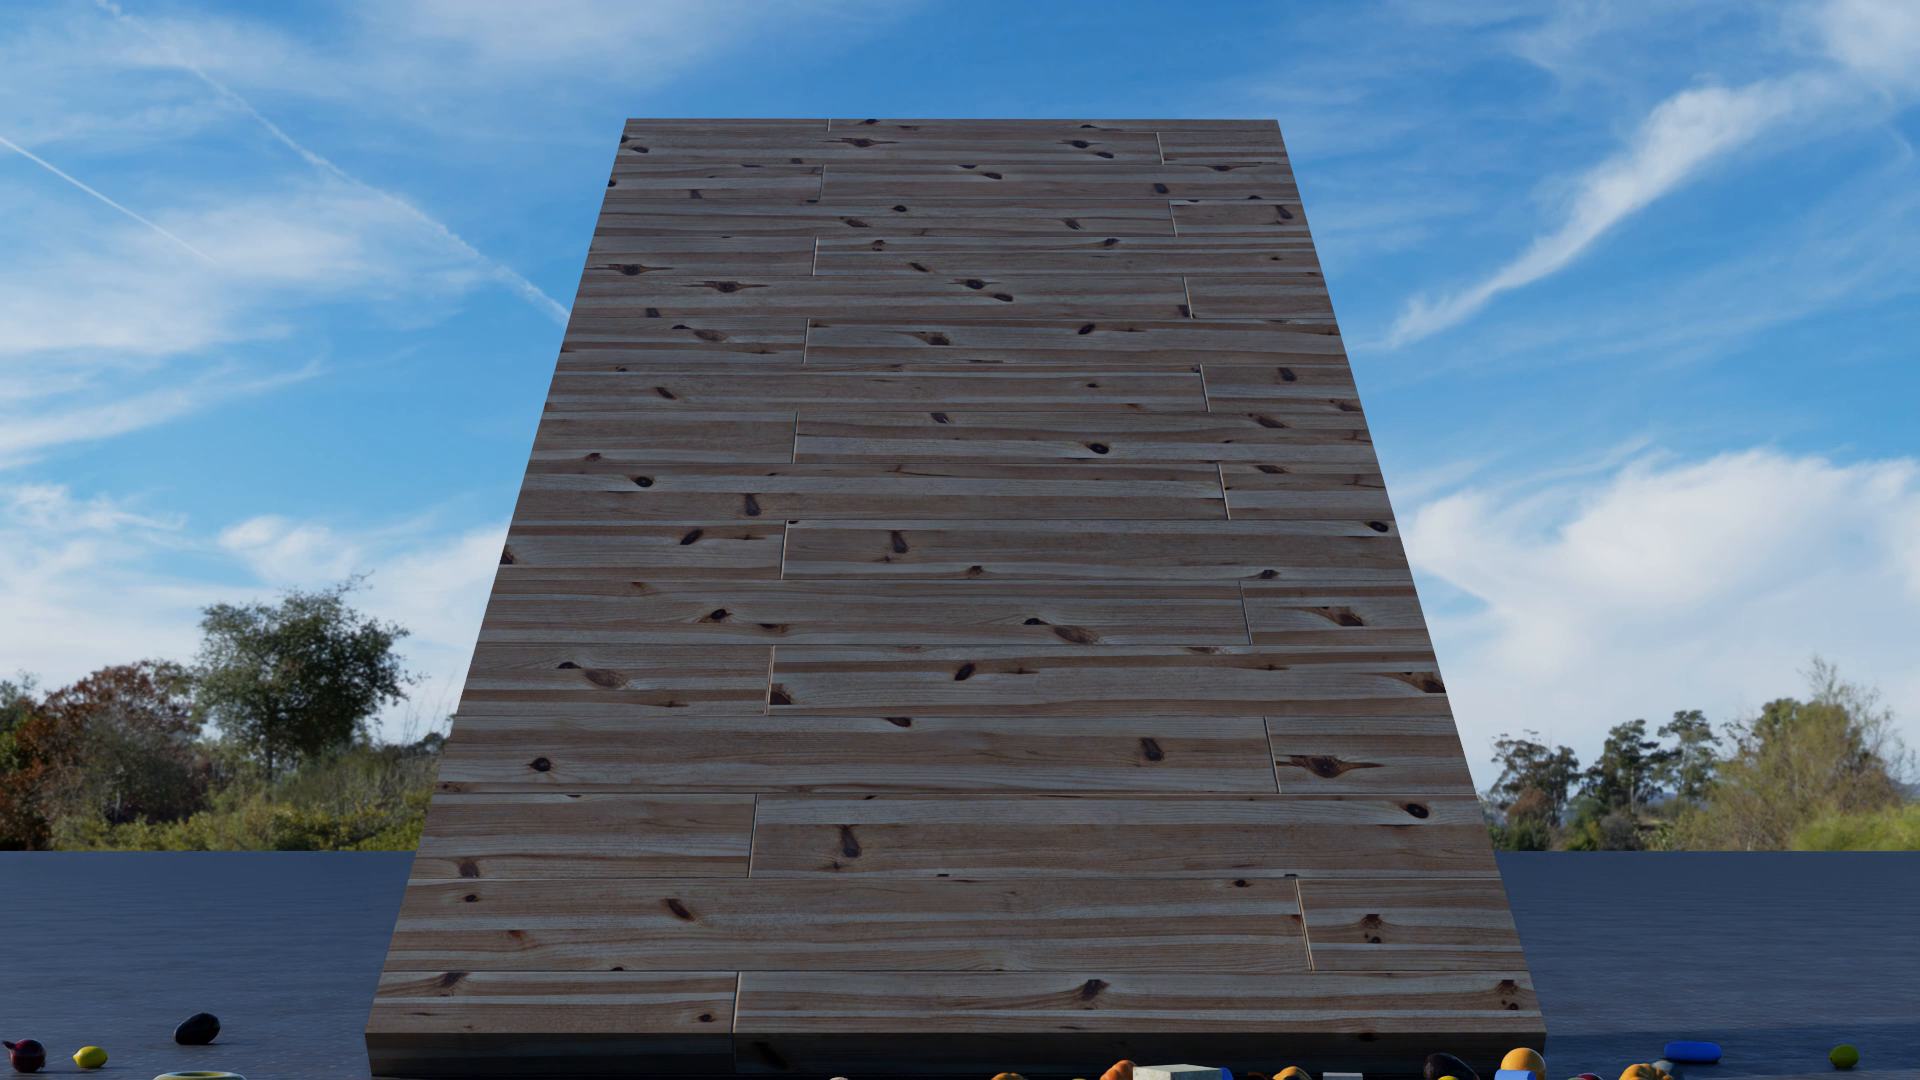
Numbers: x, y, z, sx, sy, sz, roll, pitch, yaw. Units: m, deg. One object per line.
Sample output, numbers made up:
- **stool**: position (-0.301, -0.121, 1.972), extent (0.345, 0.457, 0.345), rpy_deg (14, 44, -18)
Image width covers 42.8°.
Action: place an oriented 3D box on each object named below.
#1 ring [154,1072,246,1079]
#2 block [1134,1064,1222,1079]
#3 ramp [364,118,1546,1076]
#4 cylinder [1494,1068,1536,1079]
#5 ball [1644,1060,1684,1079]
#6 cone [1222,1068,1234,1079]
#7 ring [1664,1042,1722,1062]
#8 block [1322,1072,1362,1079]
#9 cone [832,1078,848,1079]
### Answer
- **ring**: position (-1.150, 0.832, 3.699), extent (0.148, 0.049, 0.148), rpy_deg (1, -8, 0)
- **block**: position (0.299, 0.771, 3.365), extent (0.088, 0.088, 0.088), rpy_deg (4, -8, -31)
- **ramp**: position (-0.015, -0.188, 5.860), extent (2.000, 0.100, 4.000), rpy_deg (0, 32, 0)
- **cylinder**: position (0.850, 0.837, 3.744), extent (0.051, 0.051, 0.051), rpy_deg (-16, -15, 34)
- **ball**: position (1.092, 0.838, 3.795), extent (0.061, 0.061, 0.061), rpy_deg (0, -7, 0)
- **cone**: position (0.390, 0.814, 3.508), extent (0.083, 0.083, 0.083), rpy_deg (7, 17, -46)
- **ring**: position (1.342, 0.937, 4.481), extent (0.102, 0.034, 0.102), rpy_deg (0, -9, 0)
- **block**: position (0.563, 0.815, 3.600), extent (0.057, 0.057, 0.057), rpy_deg (-1, -7, 8)
- **cone**: position (-0.151, 0.797, 3.372), extent (0.085, 0.085, 0.085), rpy_deg (-6, -36, 40)
